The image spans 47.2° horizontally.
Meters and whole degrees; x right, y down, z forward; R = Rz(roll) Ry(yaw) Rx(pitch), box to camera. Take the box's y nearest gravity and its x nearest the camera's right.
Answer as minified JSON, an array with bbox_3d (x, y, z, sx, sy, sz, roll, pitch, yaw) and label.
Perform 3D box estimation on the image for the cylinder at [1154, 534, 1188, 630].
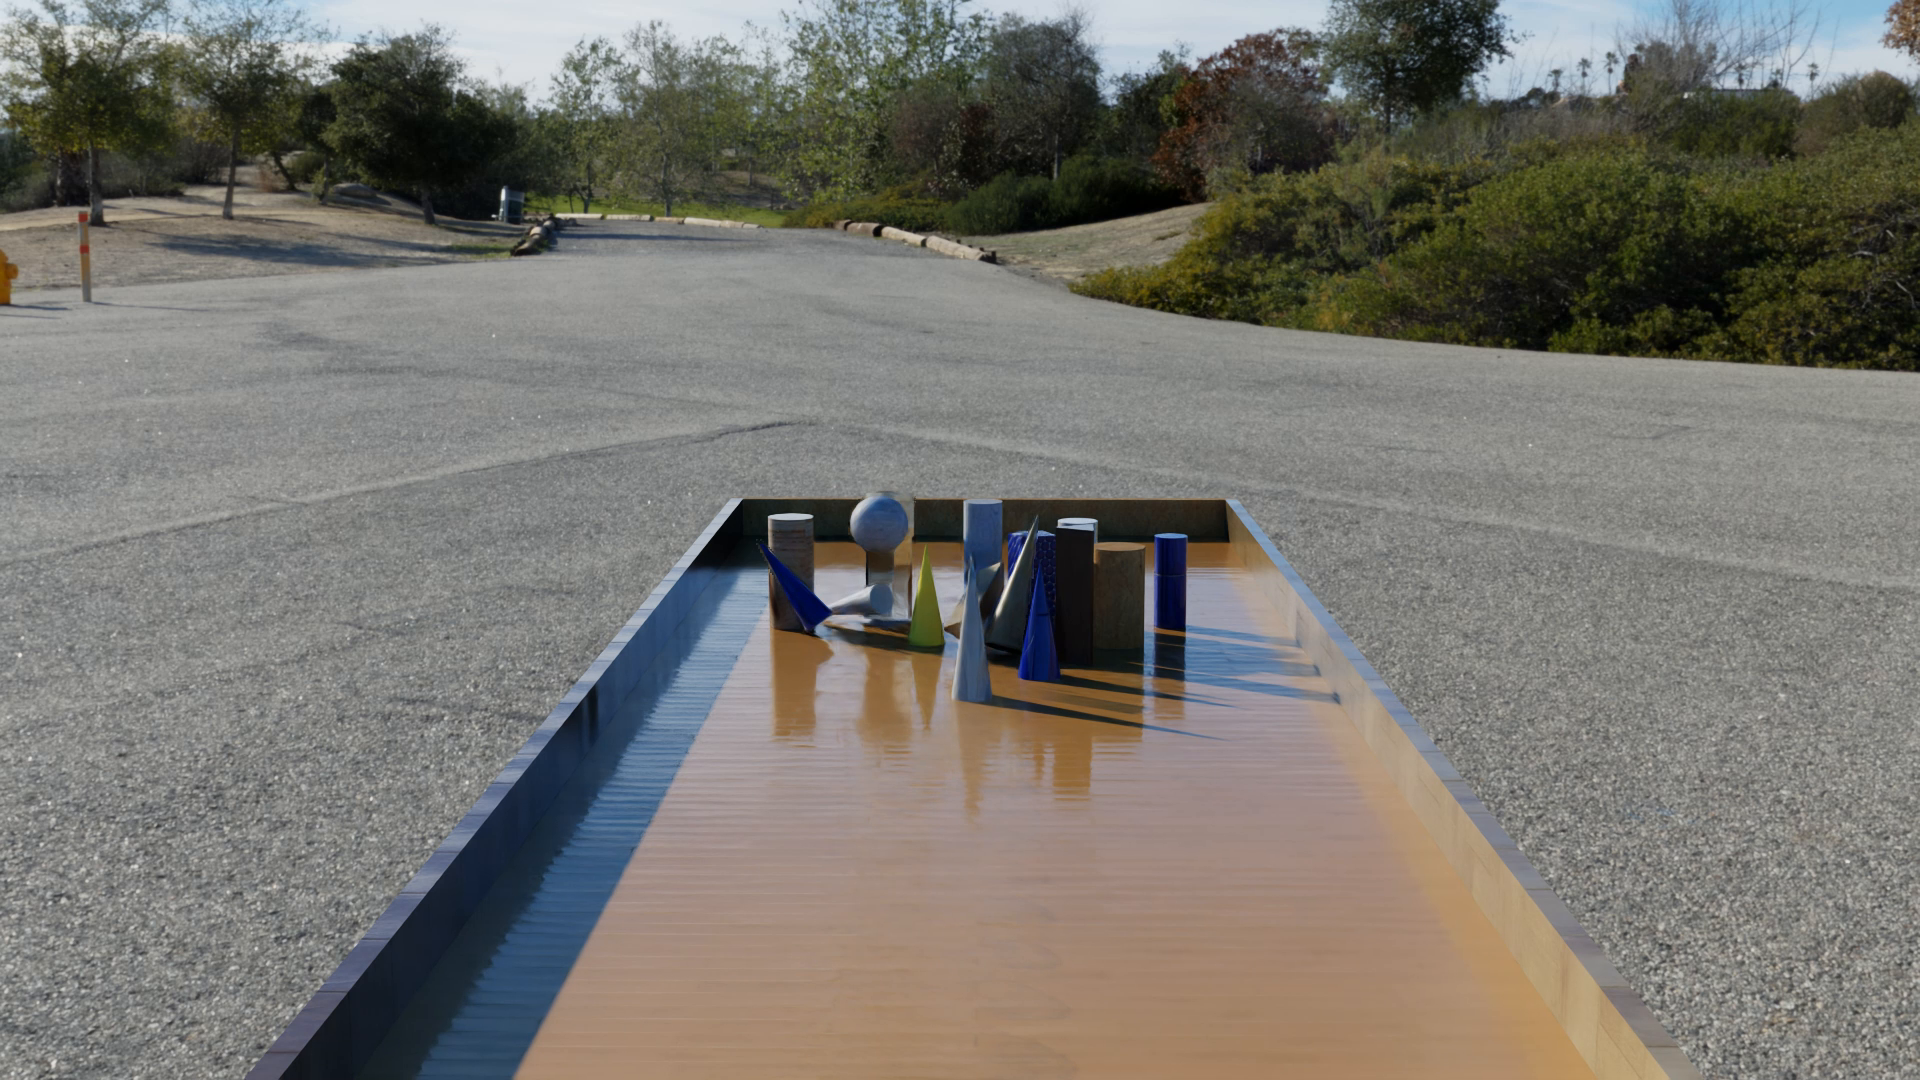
[{"bbox_3d":[0.689,0.135,7.198,0.106,0.301,0.106,0,9,0],"label":"cylinder"}]

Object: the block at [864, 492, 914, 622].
[{"bbox_3d":[-0.235,0.053,7.295,0.112,0.421,0.112,4,5,33],"label":"block"}]

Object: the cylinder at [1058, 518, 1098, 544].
[{"bbox_3d":[0.384,0.110,7.193,0.130,0.350,0.130,0,9,0],"label":"cylinder"}]

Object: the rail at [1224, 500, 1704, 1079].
[{"bbox_3d":[1.046,0.843,3.208,0.050,0.150,12.000,0,9,1],"label":"rail"}]

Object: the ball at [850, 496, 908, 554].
[{"bbox_3d":[-0.262,-0.050,7.122,0.189,0.189,0.189,0,9,0],"label":"ball"}]

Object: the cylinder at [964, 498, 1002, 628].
[{"bbox_3d":[0.075,0.077,7.213,0.128,0.411,0.128,0,9,0],"label":"cylinder"}]

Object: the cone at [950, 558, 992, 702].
[{"bbox_3d":[0.033,0.239,6.175,0.118,0.415,0.118,0,9,0],"label":"cone"}]

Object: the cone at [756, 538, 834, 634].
[{"bbox_3d":[-0.554,0.131,7.095,0.111,0.345,0.111,-37,-2,-1],"label":"cone"}]

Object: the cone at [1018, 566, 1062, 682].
[{"bbox_3d":[0.234,0.232,6.450,0.129,0.343,0.129,0,9,0],"label":"cone"}]

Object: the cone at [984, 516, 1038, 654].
[{"bbox_3d":[0.185,0.126,6.781,0.132,0.432,0.132,15,-10,3],"label":"cone"}]

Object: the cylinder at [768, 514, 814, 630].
[{"bbox_3d":[-0.551,0.104,7.194,0.149,0.363,0.149,0,9,0],"label":"cylinder"}]

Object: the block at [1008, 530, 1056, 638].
[{"bbox_3d":[0.229,0.151,6.953,0.115,0.345,0.115,-3,10,-21],"label":"block"}]

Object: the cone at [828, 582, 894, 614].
[{"bbox_3d":[-0.385,0.221,7.307,0.361,0.106,0.106,-13,-2,43],"label":"cone"}]

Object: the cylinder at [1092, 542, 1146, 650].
[{"bbox_3d":[0.493,0.174,6.918,0.175,0.311,0.175,0,9,0],"label":"cylinder"}]

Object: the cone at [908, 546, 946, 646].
[{"bbox_3d":[-0.106,0.165,6.937,0.121,0.323,0.121,0,9,0],"label":"cone"}]

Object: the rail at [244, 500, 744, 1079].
[{"bbox_3d":[-1.004,0.839,3.234,0.050,0.150,12.000,0,9,1],"label":"rail"}]

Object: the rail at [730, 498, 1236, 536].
[{"bbox_3d":[0.099,-0.098,9.147,2.100,0.150,0.050,0,9,1],"label":"rail"}]

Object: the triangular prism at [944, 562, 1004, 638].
[{"bbox_3d":[0.063,0.184,6.848,0.098,0.085,0.338,33,37,0],"label":"triangular prism"}]

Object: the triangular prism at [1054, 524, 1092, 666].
[{"bbox_3d":[0.371,0.163,6.664,0.128,0.413,0.111,6,11,32],"label":"triangular prism"}]
